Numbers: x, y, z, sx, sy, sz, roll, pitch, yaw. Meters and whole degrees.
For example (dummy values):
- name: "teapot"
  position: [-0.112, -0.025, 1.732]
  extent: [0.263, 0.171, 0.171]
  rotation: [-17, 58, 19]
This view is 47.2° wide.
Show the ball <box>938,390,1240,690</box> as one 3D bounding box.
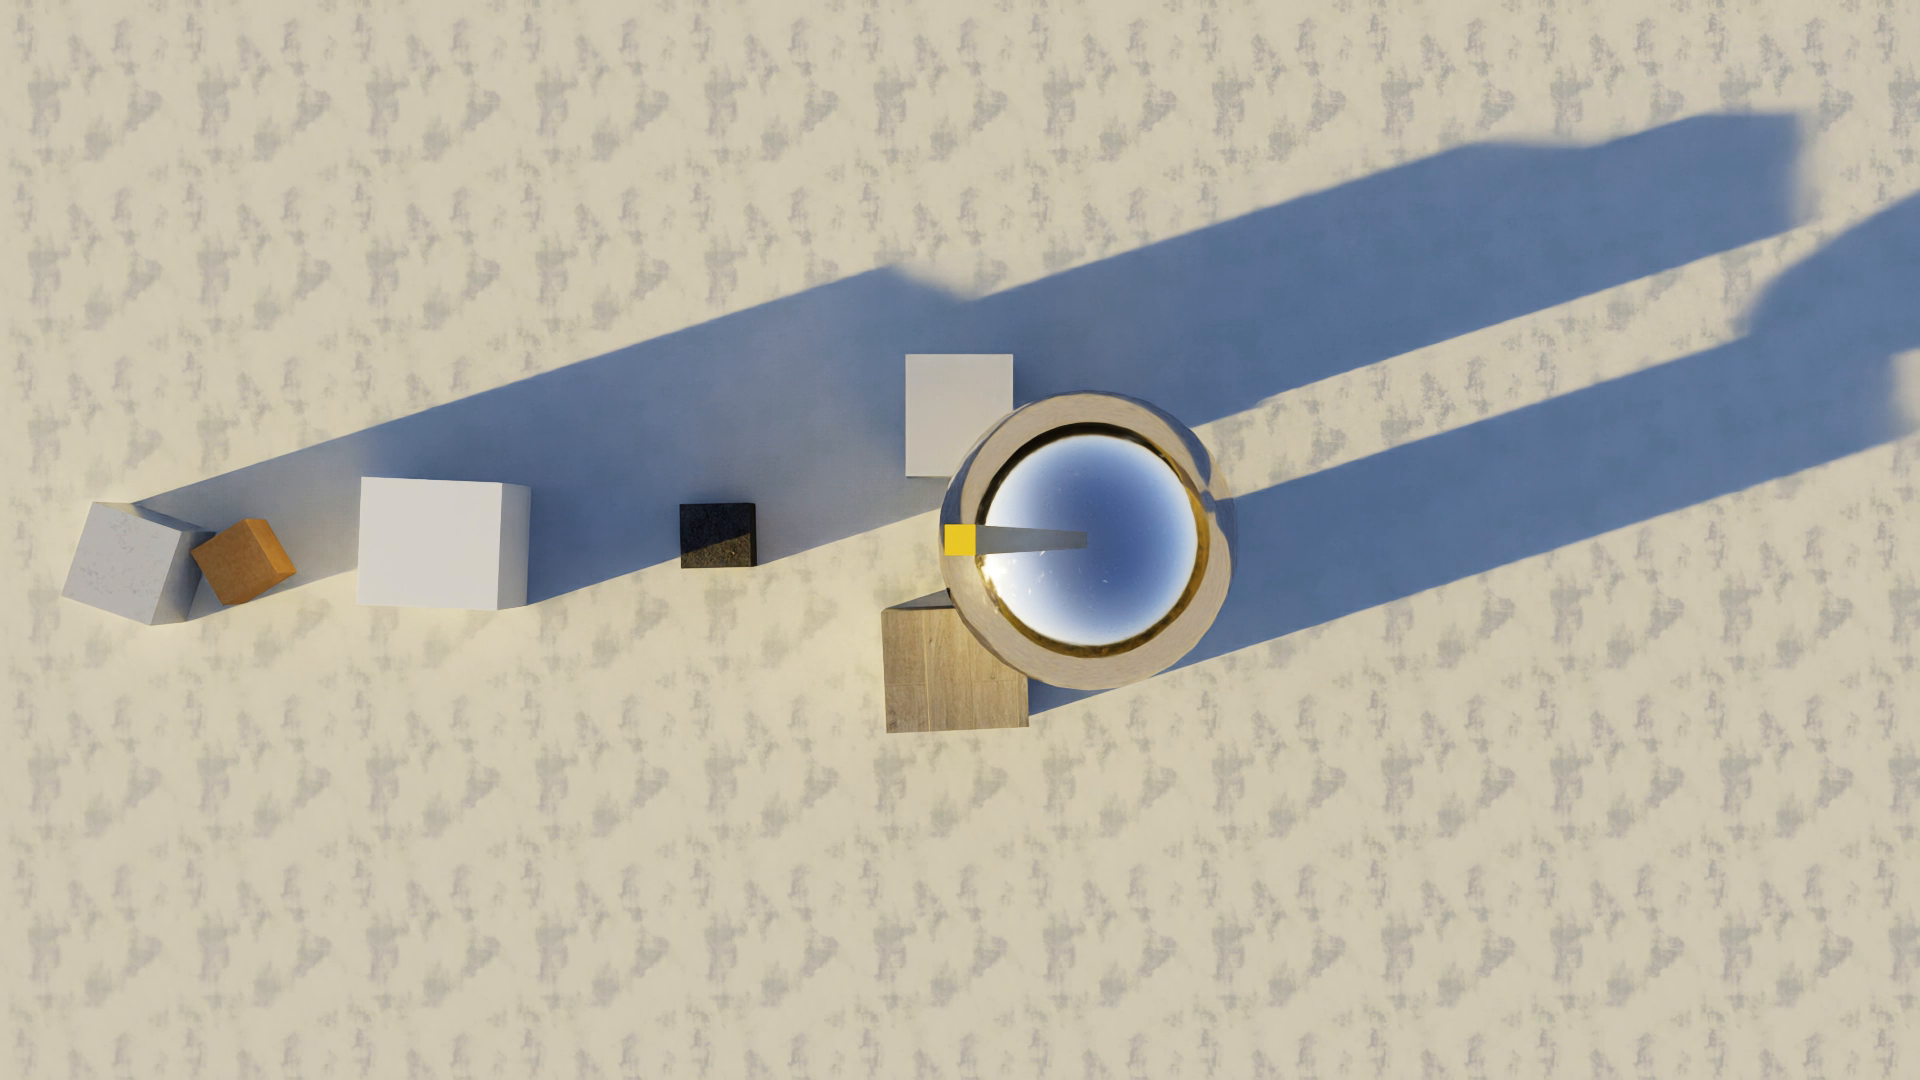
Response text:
- name: "ball"
  position: [0.679, 0.000, 11.693]
  extent: [1.600, 1.600, 1.600]
  rotation: [0, 90, 0]

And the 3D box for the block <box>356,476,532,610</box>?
- name: "block"
  position: [-2.937, 0.020, 12.586]
  extent: [0.778, 0.829, 0.707]
  rotation: [2, 90, 0]

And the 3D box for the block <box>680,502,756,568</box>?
- name: "block"
  position: [-1.405, -0.025, 12.806]
  extent: [0.401, 0.389, 0.370]
  rotation: [-1, 90, 0]

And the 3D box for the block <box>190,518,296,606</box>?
- name: "block"
  position: [-4.167, 0.127, 12.807]
  extent: [0.363, 0.386, 0.363]
  rotation: [-31, 90, 0]

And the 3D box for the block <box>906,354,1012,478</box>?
- name: "block"
  position: [-0.003, -0.704, 12.696]
  extent: [0.604, 0.608, 0.685]
  rotation: [0, 90, 0]

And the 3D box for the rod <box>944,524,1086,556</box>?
- name: "rod"
  position: [0.294, 0.000, 8.315]
  extent: [0.080, 5.200, 0.080]
  rotation: [0, 90, 6]

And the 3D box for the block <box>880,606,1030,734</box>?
- name: "block"
  position: [-0.027, 0.726, 12.664]
  extent: [0.803, 0.673, 0.681]
  rotation: [-3, 90, 0]

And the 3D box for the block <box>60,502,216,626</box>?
- name: "block"
  position: [-4.739, 0.134, 12.711]
  extent: [0.533, 0.577, 0.563]
  rotation: [19, 90, 0]
